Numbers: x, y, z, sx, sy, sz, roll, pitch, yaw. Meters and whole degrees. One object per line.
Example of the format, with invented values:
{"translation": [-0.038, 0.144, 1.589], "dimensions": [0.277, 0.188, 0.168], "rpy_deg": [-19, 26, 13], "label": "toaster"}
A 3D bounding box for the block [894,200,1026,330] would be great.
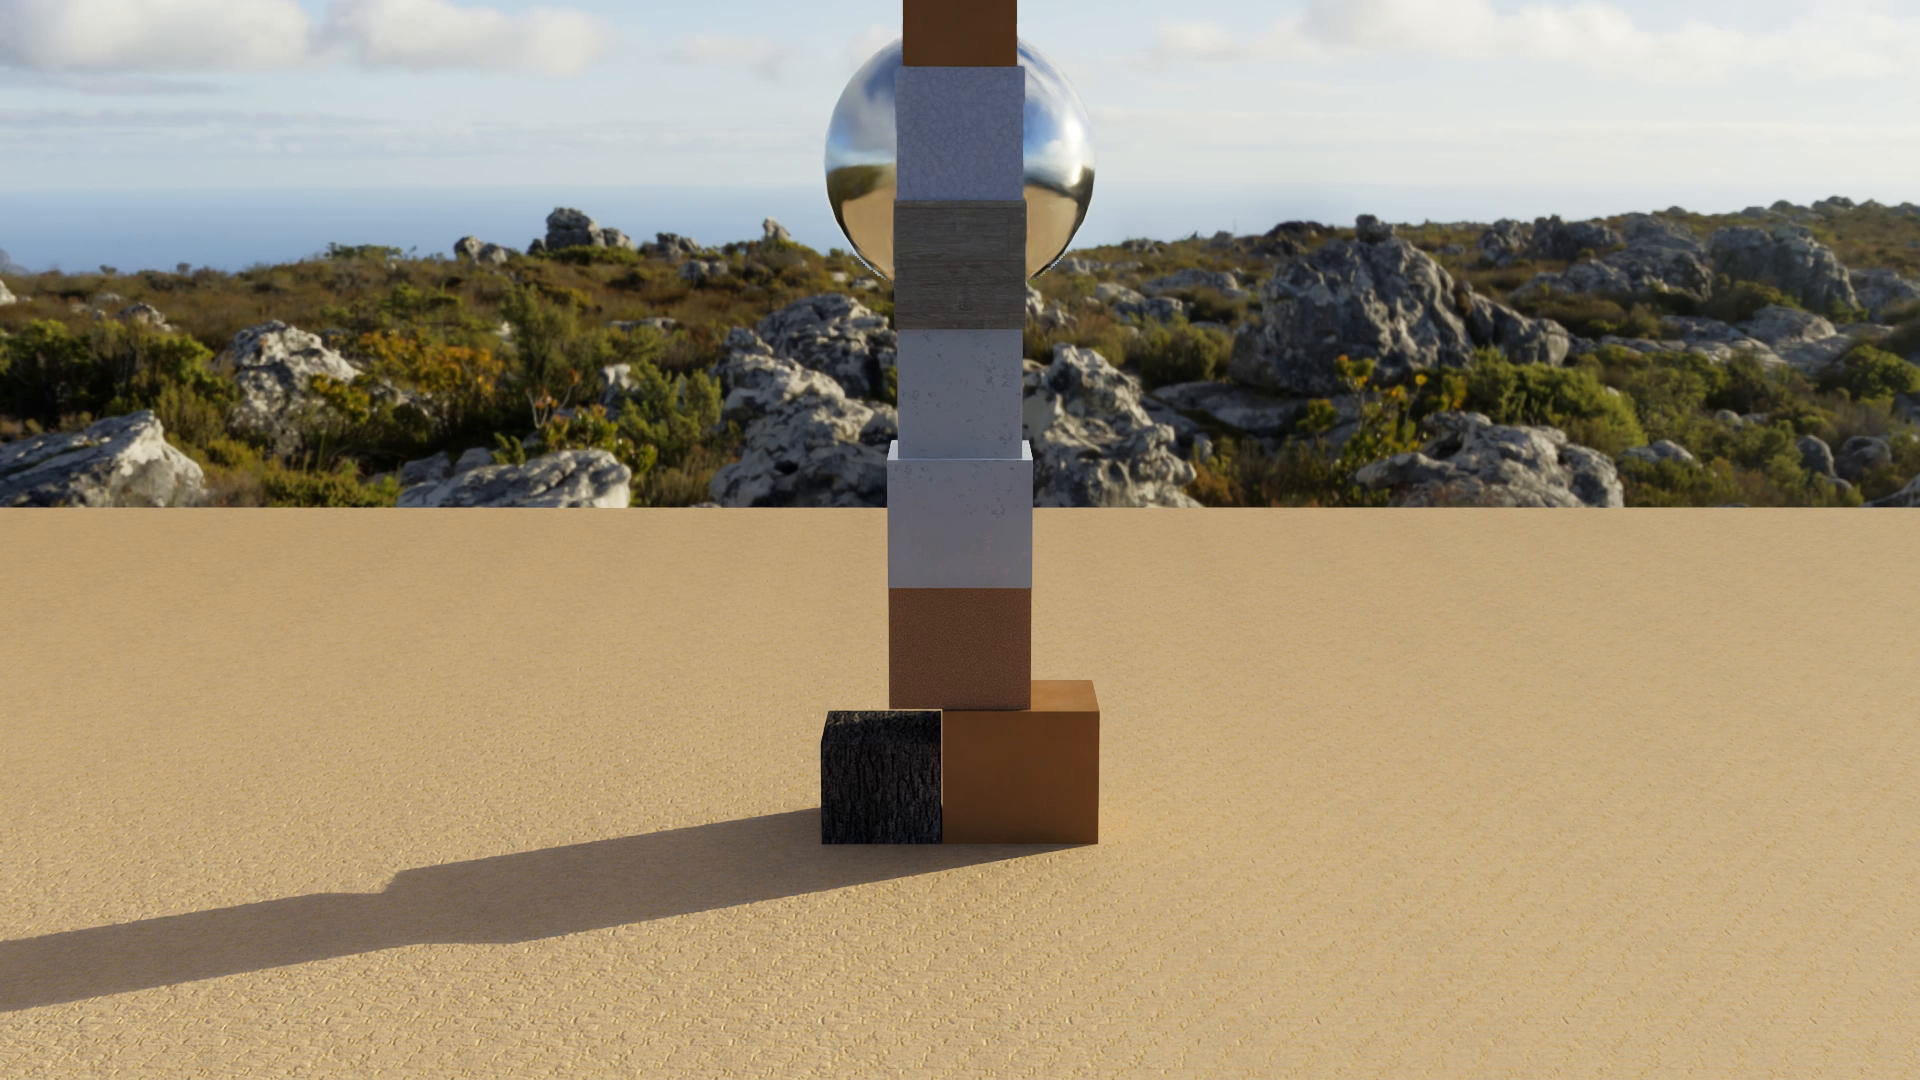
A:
{"translation": [0.000, -1.384, 10.933], "dimensions": [0.636, 0.618, 0.663], "rpy_deg": [0, 10, 0], "label": "block"}

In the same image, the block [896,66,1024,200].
{"translation": [0.000, -1.999, 10.824], "dimensions": [0.611, 0.630, 0.641], "rpy_deg": [0, 10, 0], "label": "block"}

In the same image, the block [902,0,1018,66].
{"translation": [0.000, -2.591, 10.701], "dimensions": [0.542, 0.579, 0.626], "rpy_deg": [0, 10, 0], "label": "block"}

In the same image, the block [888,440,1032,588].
{"translation": [0.000, -0.141, 11.164], "dimensions": [0.714, 0.638, 0.720], "rpy_deg": [0, 10, 0], "label": "block"}

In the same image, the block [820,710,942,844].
{"translation": [-0.399, 1.221, 11.386], "dimensions": [0.600, 0.525, 0.656], "rpy_deg": [0, 10, 0], "label": "block"}

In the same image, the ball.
{"translation": [0.000, -2.210, 12.887], "dimensions": [1.600, 1.600, 1.600], "rpy_deg": [0, 10, 0], "label": "ball"}

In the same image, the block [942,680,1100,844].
{"translation": [0.305, 1.138, 11.373], "dimensions": [0.788, 0.691, 0.650], "rpy_deg": [0, 10, 0], "label": "block"}

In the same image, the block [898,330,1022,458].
{"translation": [0.000, -0.767, 11.043], "dimensions": [0.610, 0.637, 0.602], "rpy_deg": [0, 10, 0], "label": "block"}

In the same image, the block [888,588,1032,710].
{"translation": [0.000, 0.483, 11.283], "dimensions": [0.711, 0.631, 0.627], "rpy_deg": [0, 10, 0], "label": "block"}
